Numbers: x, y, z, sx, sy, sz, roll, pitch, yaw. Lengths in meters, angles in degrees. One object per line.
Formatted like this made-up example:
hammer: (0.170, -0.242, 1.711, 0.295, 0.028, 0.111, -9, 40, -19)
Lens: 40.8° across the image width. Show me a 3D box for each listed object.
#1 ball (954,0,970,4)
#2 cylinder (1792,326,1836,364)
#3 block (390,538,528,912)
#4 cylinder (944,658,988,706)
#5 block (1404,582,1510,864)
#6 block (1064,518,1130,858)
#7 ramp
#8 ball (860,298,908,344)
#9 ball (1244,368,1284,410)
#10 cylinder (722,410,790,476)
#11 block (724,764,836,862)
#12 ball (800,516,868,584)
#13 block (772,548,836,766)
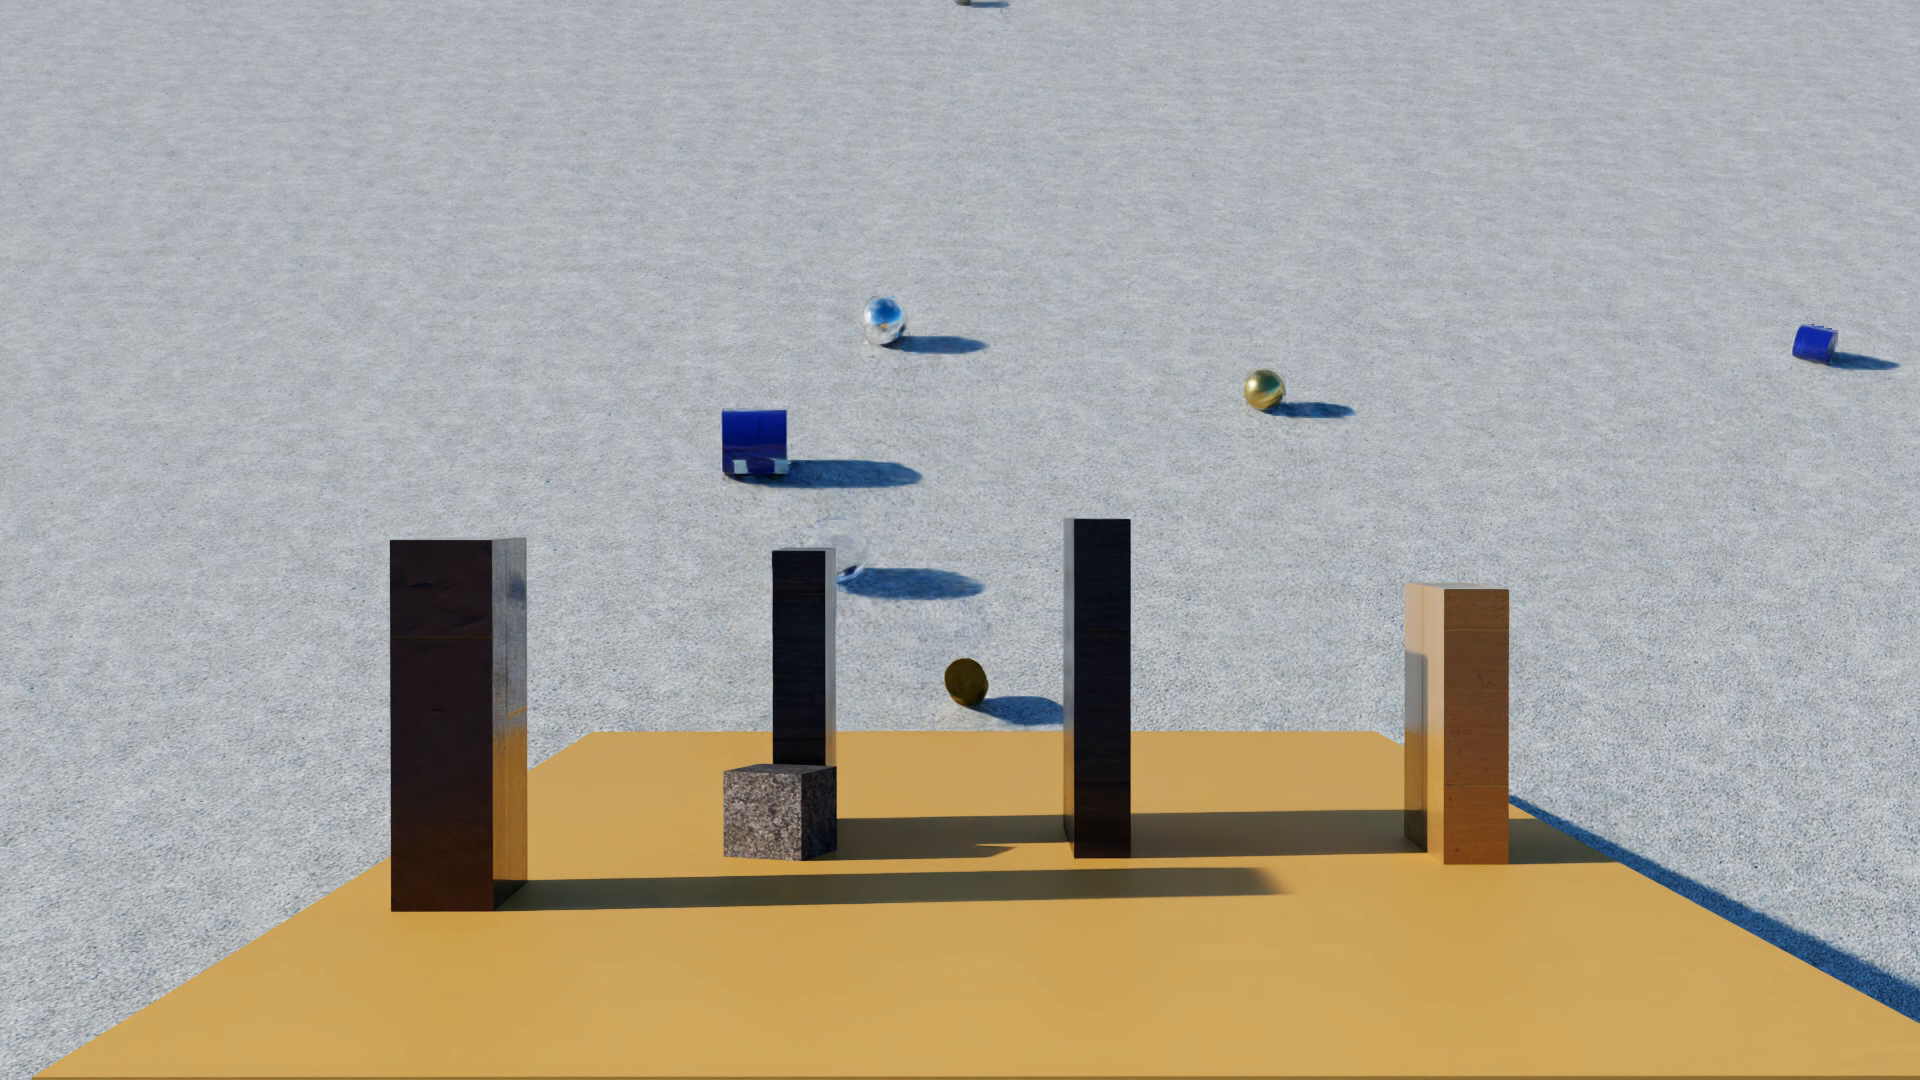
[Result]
ball: (0.012, -2.688, 12.685, 0.114, 0.114, 0.114, 0, 28, 0)
cylinder: (2.933, -0.671, 8.865, 0.113, 0.113, 0.113, 16, 32, 28)
block: (-0.735, 0.262, 3.807, 0.145, 0.528, 0.293, 0, 1, 0)
cylinder: (0.017, 0.377, 6.841, 0.109, 0.109, 0.109, 3, -14, 5)
block: (0.827, 0.297, 4.319, 0.104, 0.442, 0.364, 0, 1, 0)
block: (0.232, 0.240, 4.422, 0.092, 0.554, 0.427, 0, 1, 0)
ramp: (0.063, 0.565, 4.604, 2.000, 0.100, 4.000, 0, 1, 0)
ball: (-0.264, -0.762, 8.984, 0.165, 0.165, 0.165, 0, 28, 0)
ball: (1.001, -0.495, 8.511, 0.136, 0.136, 0.136, 0, 28, 0)
cylinder: (-0.639, -0.305, 8.081, 0.201, 0.201, 0.201, -1, 28, -2)
block: (-0.297, 0.449, 4.275, 0.141, 0.141, 0.141, 0, 1, 22)
ball: (-0.364, 0.031, 7.450, 0.198, 0.198, 0.198, 0, 28, 0)
block: (-0.272, 0.266, 4.551, 0.089, 0.500, 0.389, 0, 1, 0)
